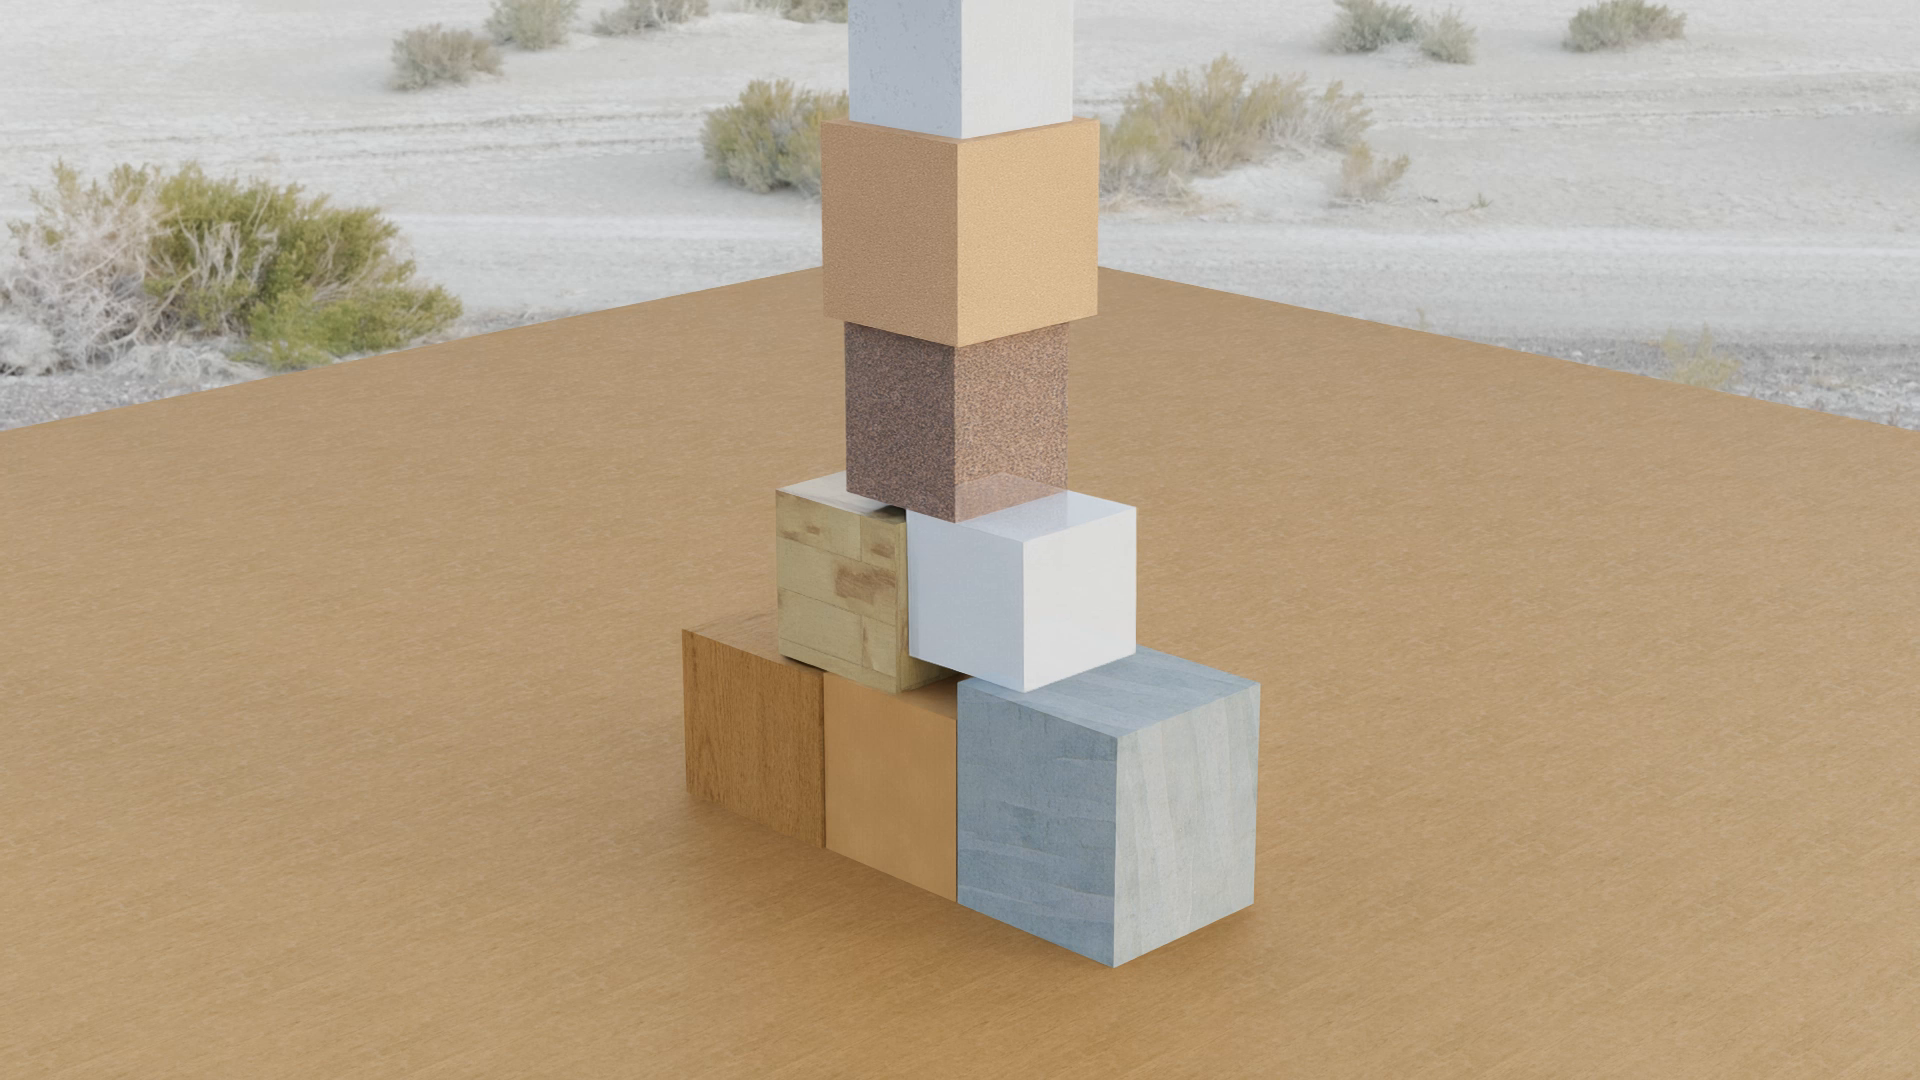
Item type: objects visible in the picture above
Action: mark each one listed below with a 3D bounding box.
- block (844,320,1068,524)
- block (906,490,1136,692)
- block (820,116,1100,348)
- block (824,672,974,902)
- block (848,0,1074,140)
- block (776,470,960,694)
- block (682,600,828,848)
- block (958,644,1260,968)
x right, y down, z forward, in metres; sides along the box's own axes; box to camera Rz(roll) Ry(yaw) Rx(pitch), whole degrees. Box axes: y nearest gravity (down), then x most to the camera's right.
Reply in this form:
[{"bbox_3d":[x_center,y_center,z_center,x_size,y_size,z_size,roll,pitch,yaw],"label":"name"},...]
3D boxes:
[{"bbox_3d":[-0.014,-0.608,13.154,0.695,0.811,0.718,17,24,42],"label":"block"},{"bbox_3d":[0.277,0.188,13.103,0.725,0.681,0.718,-17,23,-42],"label":"block"},{"bbox_3d":[0.001,-1.415,12.919,0.846,0.868,0.877,17,24,42],"label":"block"},{"bbox_3d":[0.018,1.017,13.653,0.966,0.873,0.862,-17,24,-42],"label":"block"},{"bbox_3d":[0.002,-2.149,12.693,0.696,0.669,0.681,17,24,42],"label":"block"},{"bbox_3d":[-0.258,0.139,13.654,0.794,0.801,0.882,17,24,42],"label":"block"},{"bbox_3d":[-0.658,0.835,14.268,0.959,0.852,0.980,-17,24,-42],"label":"block"},{"bbox_3d":[0.653,1.128,13.000,0.935,1.053,0.944,-17,24,-42],"label":"block"}]
